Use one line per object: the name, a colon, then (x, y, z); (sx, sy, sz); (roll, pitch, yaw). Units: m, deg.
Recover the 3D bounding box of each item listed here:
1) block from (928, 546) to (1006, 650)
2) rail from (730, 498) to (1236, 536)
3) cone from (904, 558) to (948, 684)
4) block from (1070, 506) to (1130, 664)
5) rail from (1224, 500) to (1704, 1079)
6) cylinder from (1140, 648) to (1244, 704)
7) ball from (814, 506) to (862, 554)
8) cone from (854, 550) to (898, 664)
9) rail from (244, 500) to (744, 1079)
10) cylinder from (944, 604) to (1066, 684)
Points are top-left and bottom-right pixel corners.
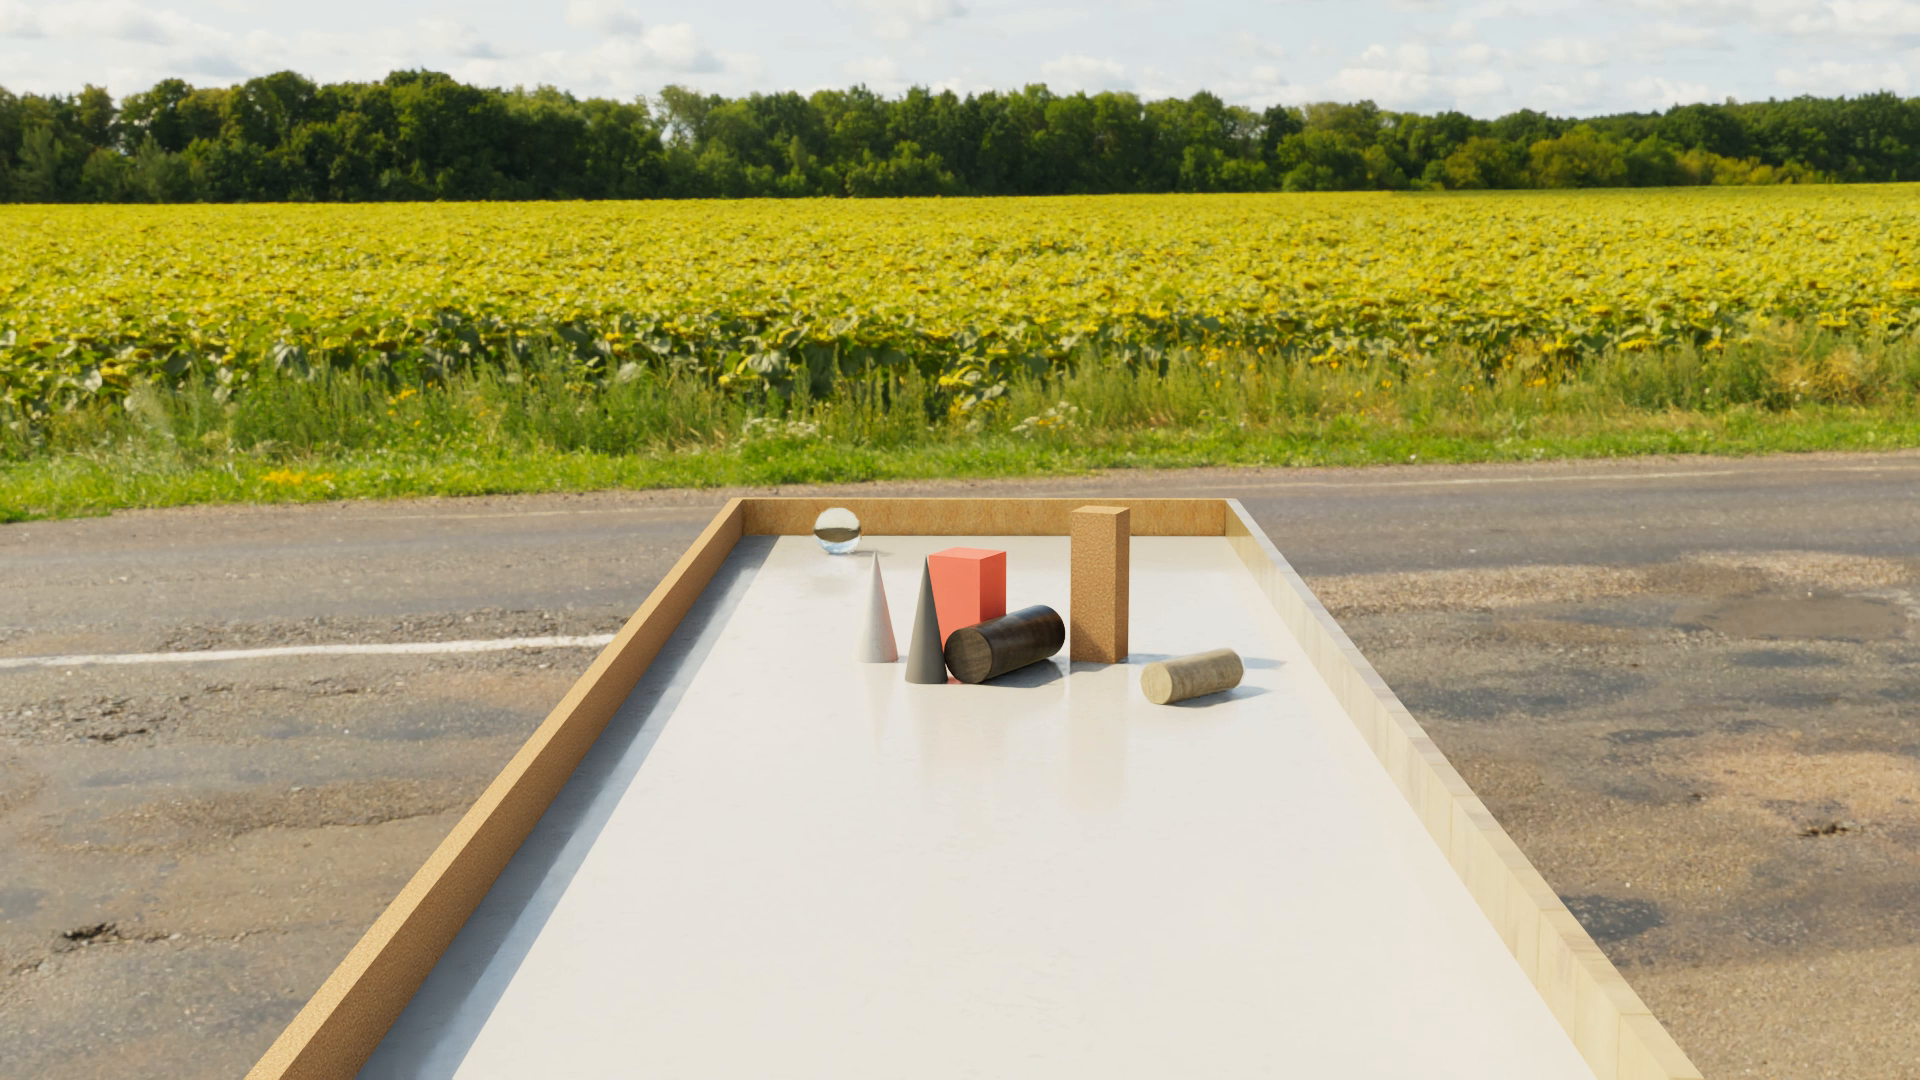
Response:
block: (0.023, 0.202, 6.680); (0.174, 0.330, 0.174); (5, 10, 28)
rail: (0.099, -0.098, 9.147); (2.100, 0.150, 0.050); (0, 9, 1)
cone: (-0.098, 0.224, 6.402); (0.129, 0.375, 0.129); (0, 9, 0)
block: (0.427, 0.134, 6.701); (0.142, 0.458, 0.142); (4, 10, 21)
rail: (1.046, 0.843, 3.208); (0.050, 0.150, 12.000); (0, 9, 1)
cylinder: (0.657, 0.383, 6.218); (0.301, 0.118, 0.118); (-8, 12, -42)
ball: (-0.482, -0.038, 8.654); (0.185, 0.185, 0.185); (0, 9, 0)
cone: (-0.257, 0.192, 6.698); (0.142, 0.344, 0.142); (0, 9, 0)
rail: (-1.004, 0.839, 3.234); (0.050, 0.150, 12.000); (0, 9, 1)
cylinder: (0.137, 0.307, 6.547); (0.165, 0.165, 0.431); (6, 11, 32)
